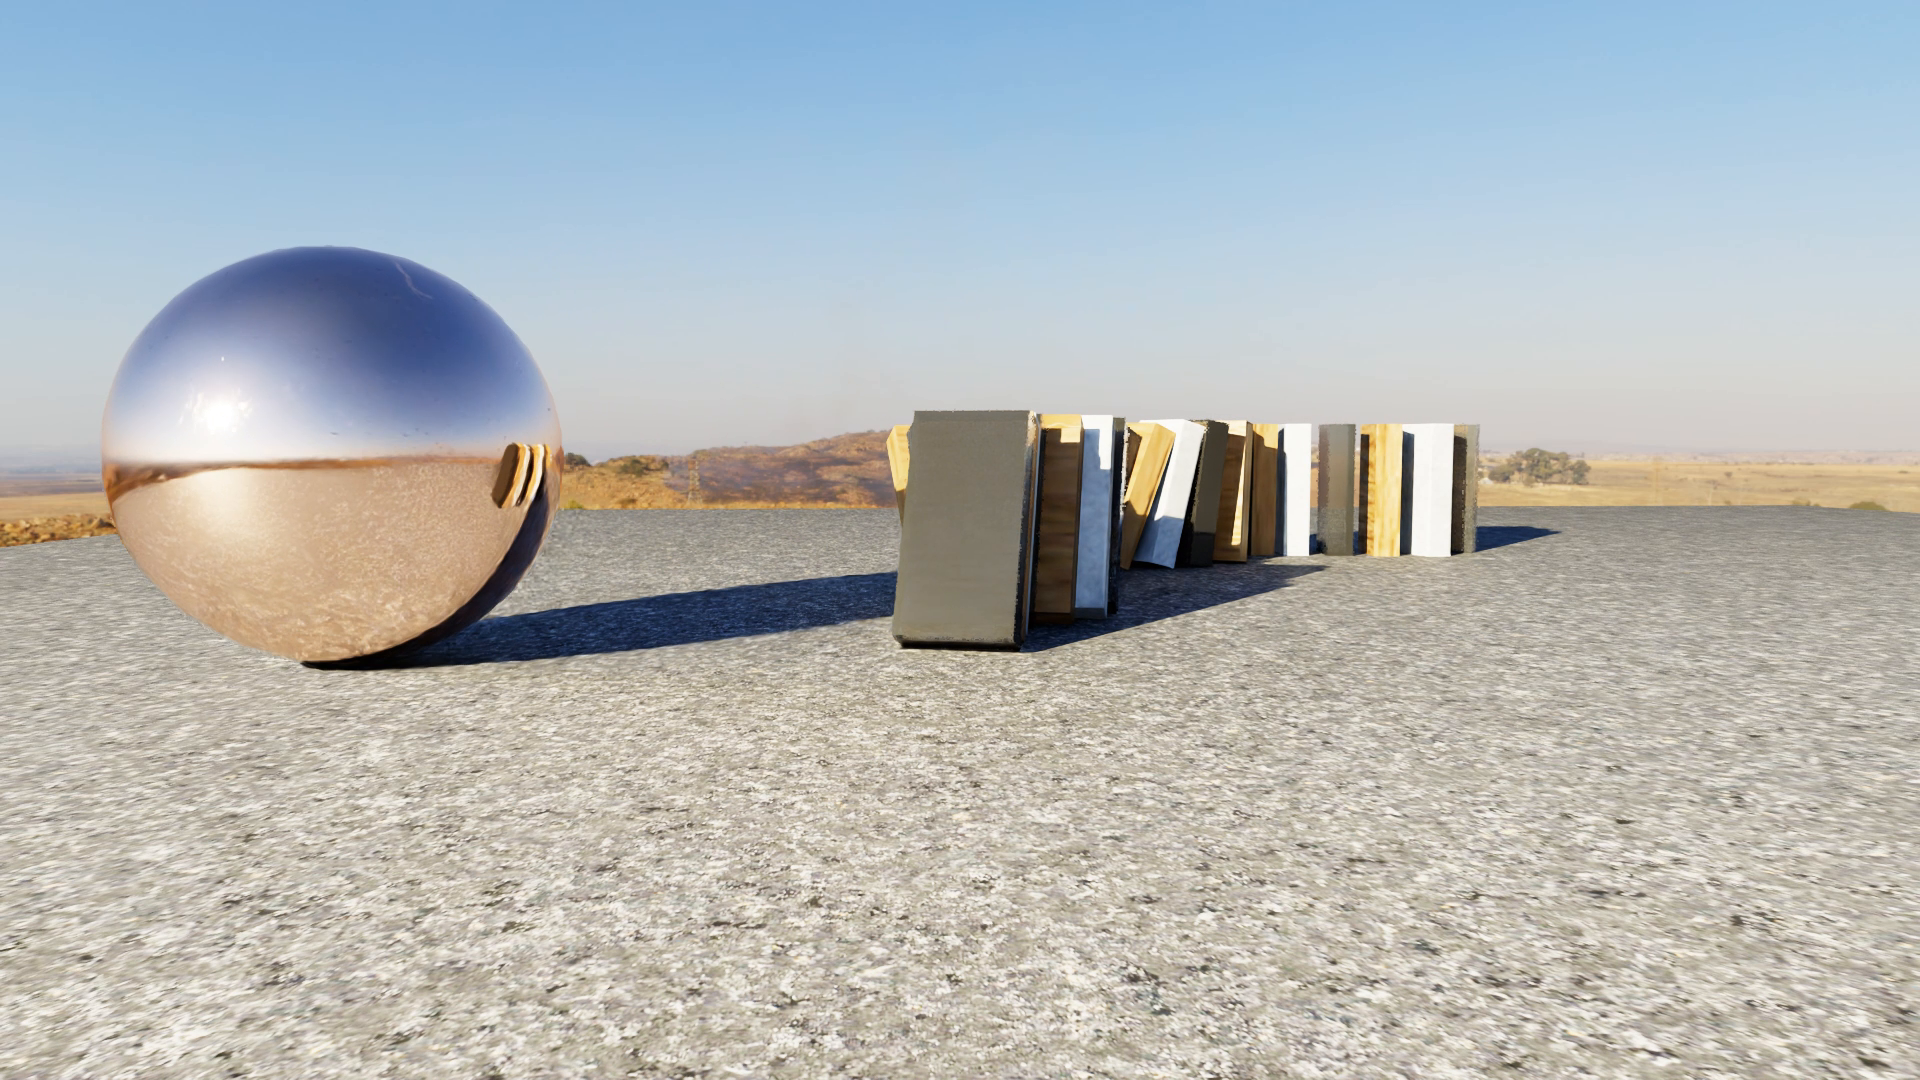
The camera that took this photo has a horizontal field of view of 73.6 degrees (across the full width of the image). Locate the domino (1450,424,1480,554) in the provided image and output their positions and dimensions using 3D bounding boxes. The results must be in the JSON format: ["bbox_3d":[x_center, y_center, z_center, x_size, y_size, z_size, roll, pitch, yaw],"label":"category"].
[{"bbox_3d":[0.191,-0.021,0.508,0.025,0.050,0.010,3,5,31],"label":"domino"}]

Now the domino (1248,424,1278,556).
[{"bbox_3d":[0.114,-0.020,0.500,0.009,0.050,0.025,0,4,-10],"label":"domino"}]

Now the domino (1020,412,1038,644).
[{"bbox_3d":[0.003,-0.003,0.281,0.025,0.050,0.010,1,-19,12],"label":"domino"}]

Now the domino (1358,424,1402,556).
[{"bbox_3d":[0.162,-0.020,0.496,0.009,0.050,0.025,0,4,4],"label":"domino"}]

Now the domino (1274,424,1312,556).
[{"bbox_3d":[0.129,-0.020,0.500,0.010,0.050,0.025,0,4,5],"label":"domino"}]

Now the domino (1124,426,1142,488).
[{"bbox_3d":[0.042,-0.015,0.437,0.025,0.050,0.009,5,-21,48],"label":"domino"}]

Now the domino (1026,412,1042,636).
[{"bbox_3d":[0.004,-0.004,0.291,0.025,0.050,0.010,1,-19,12],"label":"domino"}]

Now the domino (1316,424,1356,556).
[{"bbox_3d":[0.146,-0.020,0.498,0.010,0.050,0.025,1,4,7],"label":"domino"}]

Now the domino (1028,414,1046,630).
[{"bbox_3d":[0.006,-0.005,0.301,0.025,0.050,0.010,1,-19,12],"label":"domino"}]

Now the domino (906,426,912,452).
[{"bbox_3d":[0.001,-0.009,0.359,0.025,0.050,0.010,-2,-20,-20],"label":"domino"}]

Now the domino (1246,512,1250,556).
[{"bbox_3d":[0.098,-0.020,0.494,0.025,0.050,0.010,3,4,38],"label":"domino"}]

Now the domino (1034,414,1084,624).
[{"bbox_3d":[0.016,-0.005,0.309,0.025,0.050,0.010,1,-19,12],"label":"domino"}]

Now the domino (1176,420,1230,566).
[{"bbox_3d":[0.080,-0.017,0.453,0.010,0.050,0.025,7,0,-28],"label":"domino"}]

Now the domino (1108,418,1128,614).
[{"bbox_3d":[0.029,-0.007,0.329,0.025,0.050,0.010,2,-21,12],"label":"domino"}]

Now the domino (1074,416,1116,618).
[{"bbox_3d":[0.025,-0.006,0.318,0.025,0.050,0.010,1,-19,12],"label":"domino"}]

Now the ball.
[{"bbox_3d":[-0.119,-0.016,0.249,0.080,0.080,0.080,0,4,0],"label":"ball"}]

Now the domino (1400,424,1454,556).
[{"bbox_3d":[0.178,-0.020,0.496,0.010,0.050,0.025,-1,4,-13],"label":"domino"}]

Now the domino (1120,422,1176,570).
[{"bbox_3d":[0.056,-0.016,0.444,0.010,0.050,0.025,24,-7,-27],"label":"domino"}]

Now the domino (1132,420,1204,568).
[{"bbox_3d":[0.069,-0.016,0.448,0.009,0.050,0.025,14,-3,-28],"label":"domino"}]

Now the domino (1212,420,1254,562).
[{"bbox_3d":[0.091,-0.018,0.465,0.025,0.050,0.009,2,-2,28],"label":"domino"}]

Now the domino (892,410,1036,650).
[{"bbox_3d":[0.001,-0.003,0.270,0.025,0.050,0.010,1,-19,12],"label":"domino"}]

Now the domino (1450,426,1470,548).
[{"bbox_3d":[0.193,-0.022,0.523,0.025,0.050,0.010,0,4,0],"label":"domino"}]

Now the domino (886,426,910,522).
[{"bbox_3d":[-0.004,-0.009,0.371,0.025,0.050,0.010,-2,-26,-20],"label":"domino"}]
